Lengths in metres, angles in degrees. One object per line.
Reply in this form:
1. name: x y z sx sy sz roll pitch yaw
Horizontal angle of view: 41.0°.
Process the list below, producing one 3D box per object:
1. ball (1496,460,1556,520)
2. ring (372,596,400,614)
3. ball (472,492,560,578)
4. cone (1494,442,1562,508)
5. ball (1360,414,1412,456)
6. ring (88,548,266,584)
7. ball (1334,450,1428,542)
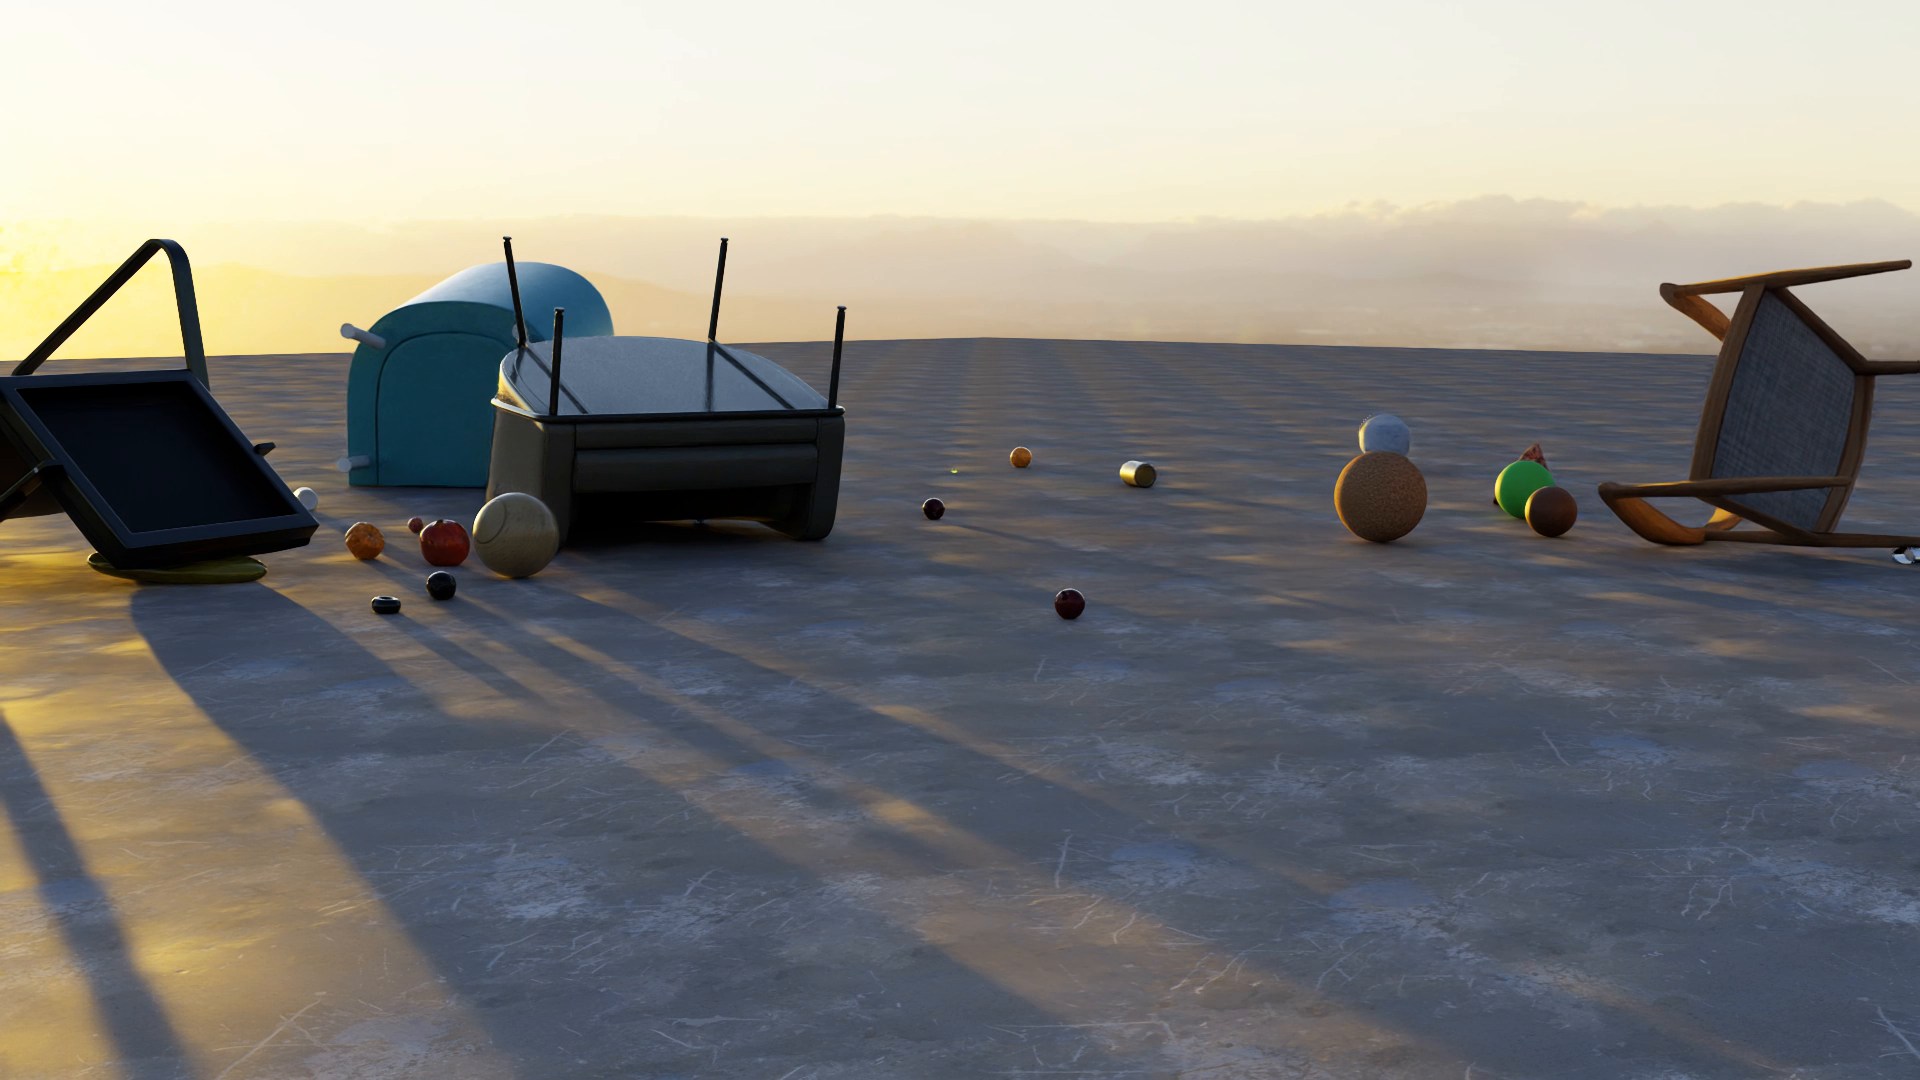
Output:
1. ball: 1.533 -0.136 6.957 0.160 0.160 0.160 0 6 0
2. ring: -1.126 0.128 5.031 0.055 0.029 0.074 -2 7 -32
3. ball: -0.968 -0.011 5.600 0.188 0.188 0.188 0 6 0
4. cone: 1.656 -0.141 7.336 0.164 0.211 0.255 38 -10 17
5. ball: 1.478 -0.348 8.920 0.179 0.179 0.179 0 6 0
6. ring: -1.700 0.056 5.572 0.412 0.053 0.193 4 10 10
7. ball: 1.042 -0.108 6.354 0.228 0.228 0.228 0 6 0
